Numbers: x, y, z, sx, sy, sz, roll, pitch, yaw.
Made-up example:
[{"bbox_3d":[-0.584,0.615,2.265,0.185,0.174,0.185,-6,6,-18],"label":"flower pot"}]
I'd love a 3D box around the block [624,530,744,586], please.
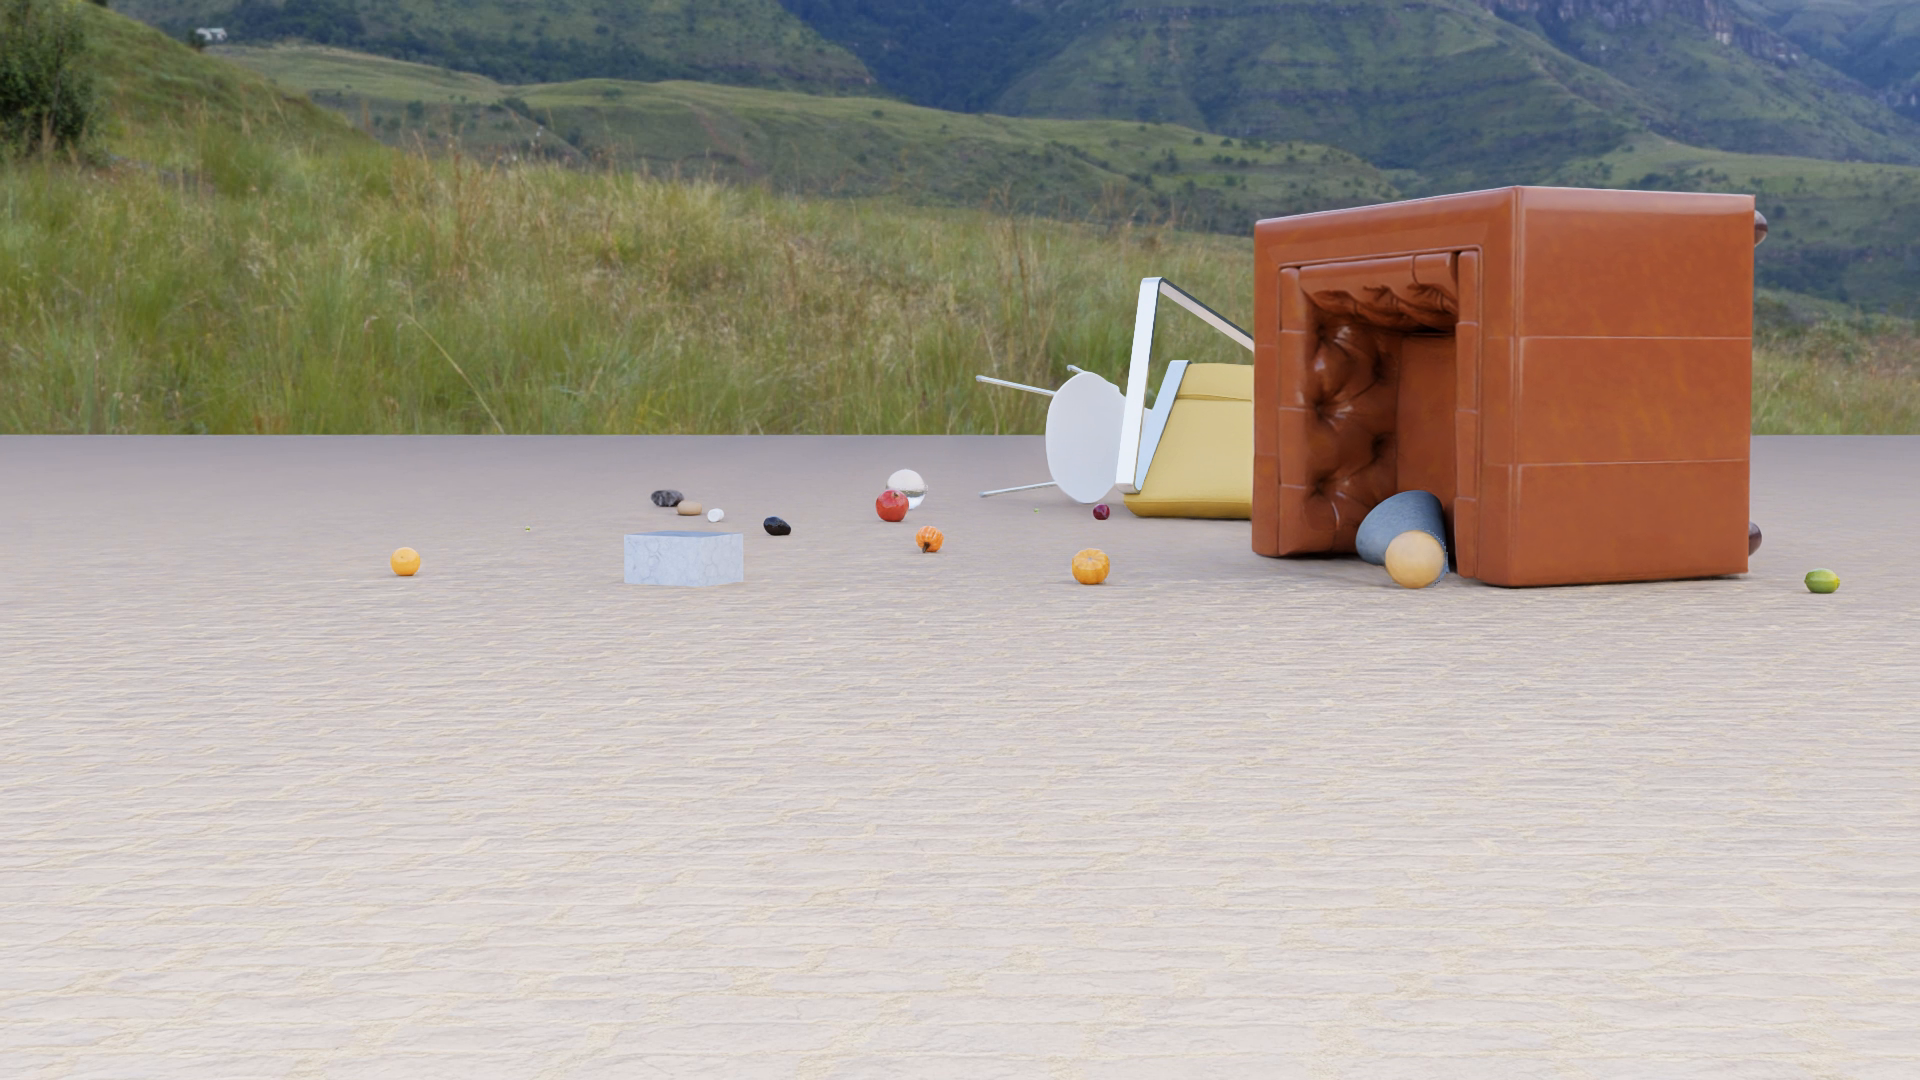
[{"bbox_3d":[-0.641,0.042,5.114,0.213,0.112,0.173,2,4,28],"label":"block"}]

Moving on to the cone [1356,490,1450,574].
[{"bbox_3d":[1.153,0.026,5.457,0.255,0.213,0.228,-17,35,-16],"label":"cone"}]

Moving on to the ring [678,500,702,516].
[{"bbox_3d":[-0.970,-0.115,7.892,0.089,0.045,0.221,1,5,-4],"label":"ring"}]

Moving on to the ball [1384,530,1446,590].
[{"bbox_3d":[1.021,0.044,4.935,0.133,0.133,0.133,0,4,0],"label":"ball"}]

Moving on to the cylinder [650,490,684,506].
[{"bbox_3d":[-1.117,-0.159,8.407,0.116,0.062,0.061,9,8,30],"label":"cylinder"}]

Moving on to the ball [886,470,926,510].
[{"bbox_3d":[-0.202,-0.187,8.176,0.150,0.150,0.150,0,4,0],"label":"ball"}]
